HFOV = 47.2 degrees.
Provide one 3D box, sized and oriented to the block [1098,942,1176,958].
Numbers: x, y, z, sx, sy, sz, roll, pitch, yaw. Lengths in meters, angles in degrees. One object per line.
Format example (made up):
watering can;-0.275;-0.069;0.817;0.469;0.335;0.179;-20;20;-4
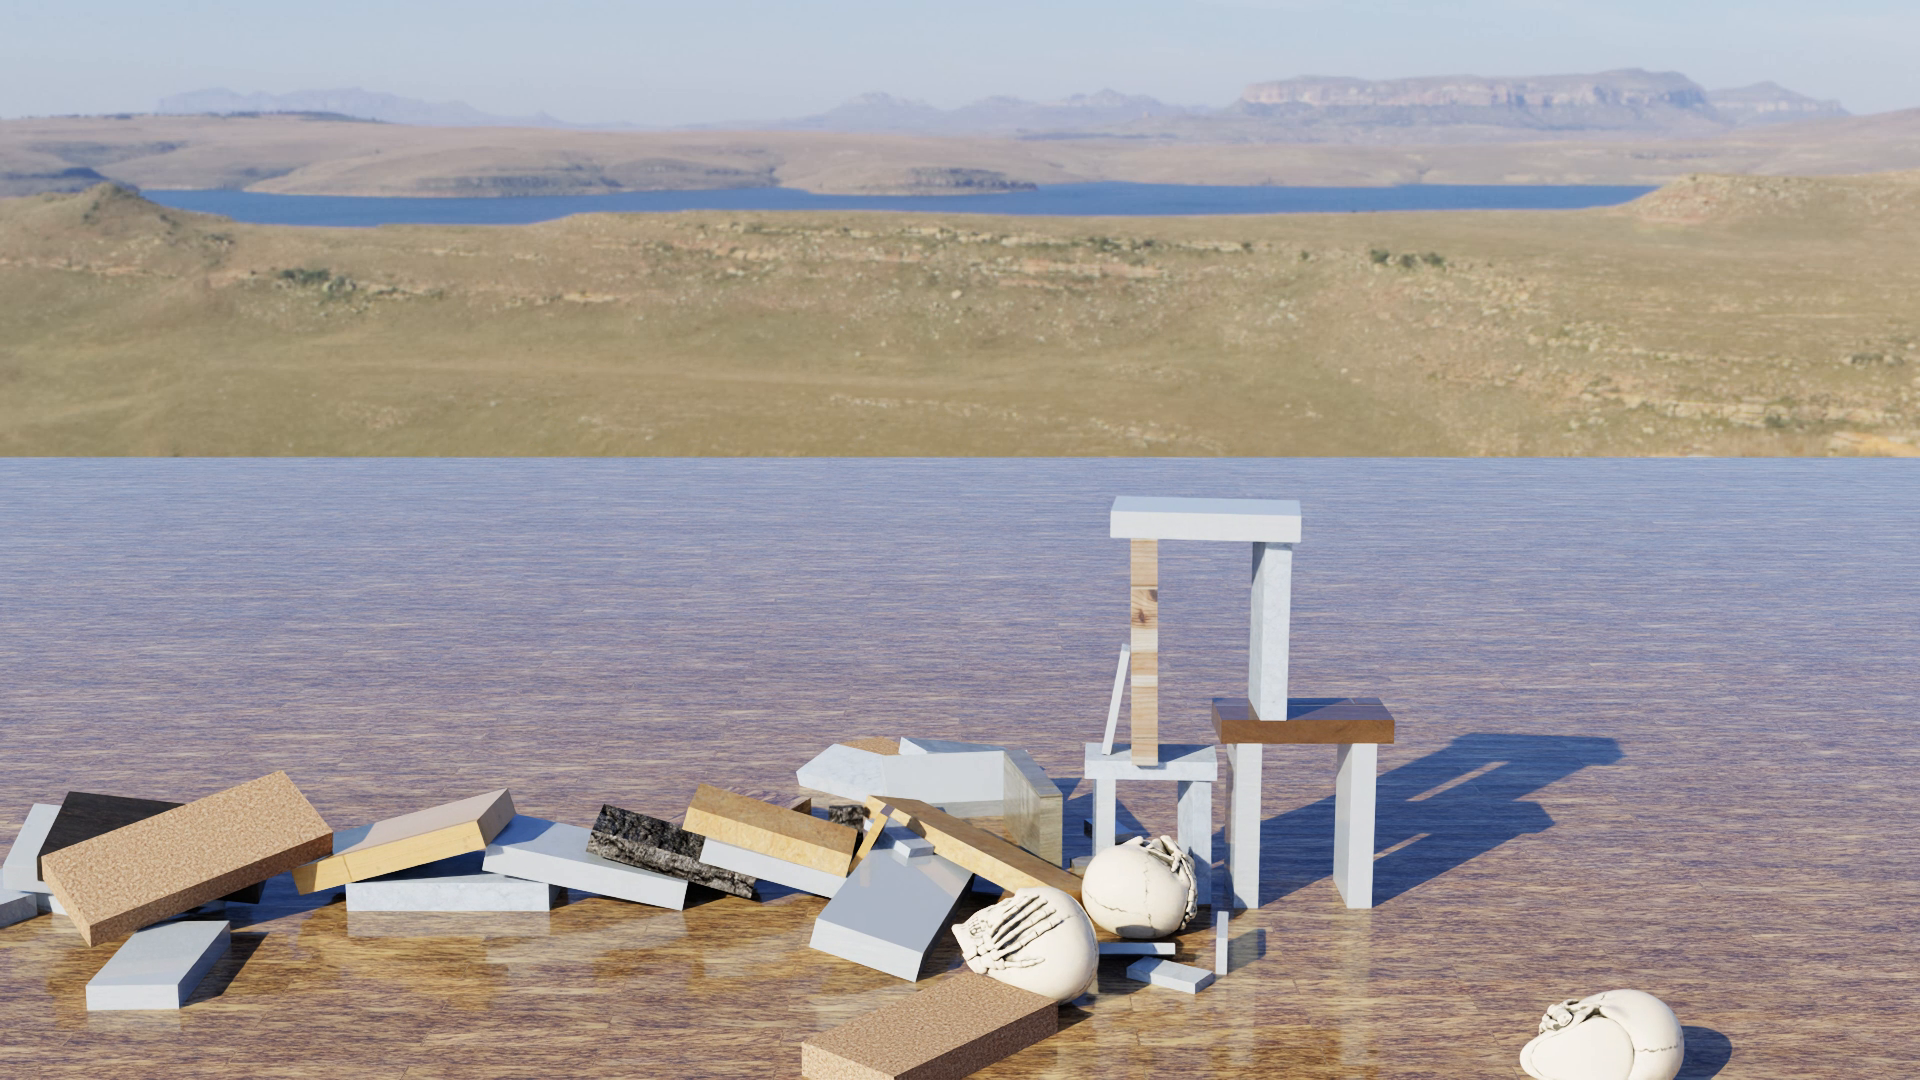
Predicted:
block;0.268;0.627;3.357;0.115;0.016;0.058;0;-17;1

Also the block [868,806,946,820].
block;-0.075;0.533;3.866;0.139;0.040;0.279;-2;11;-10

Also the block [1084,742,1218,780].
block;0.314;0.365;3.623;0.214;0.030;0.107;1;11;4

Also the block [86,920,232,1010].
block;-1.202;0.638;3.310;0.131;0.037;0.262;0;11;-2

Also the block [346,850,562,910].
block;-0.835;0.567;3.665;0.330;0.047;0.165;0;11;0

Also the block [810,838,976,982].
block;-0.098;0.577;3.495;0.169;0.048;0.419;17;13;9

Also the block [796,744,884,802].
block;-0.192;0.453;4.234;0.228;0.032;0.114;9;30;39

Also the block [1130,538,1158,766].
block;0.300;0.167;3.586;0.042;0.372;0.149;0;10;4

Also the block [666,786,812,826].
block;-0.420;0.518;3.923;0.169;0.048;0.338;5;11;24

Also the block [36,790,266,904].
block;-1.301;0.501;3.589;0.344;0.049;0.172;8;30;-8

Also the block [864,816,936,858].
block;-0.102;0.497;3.678;0.058;0.016;0.115;1;19;-45

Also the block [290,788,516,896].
block;-0.918;0.498;3.640;0.330;0.047;0.165;-15;10;9

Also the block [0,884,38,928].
block;-1.644;0.588;3.579;0.262;0.037;0.131;6;12;31

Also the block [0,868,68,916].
block;-1.506;0.576;3.653;0.228;0.032;0.114;5;12;25

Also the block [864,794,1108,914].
block;0.036;0.523;3.678;0.453;0.037;0.131;20;5;43

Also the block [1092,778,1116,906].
block;0.238;0.486;3.645;0.030;0.214;0.107;0;11;0

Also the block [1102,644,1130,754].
block;0.257;0.262;3.614;0.015;0.177;0.051;11;11;4

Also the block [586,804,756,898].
block;-0.472;0.516;3.657;0.278;0.039;0.139;17;10;-4

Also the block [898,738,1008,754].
block;0.007;0.427;4.334;0.228;0.032;0.114;8;6;-28

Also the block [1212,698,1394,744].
block;0.561;0.296;3.613;0.279;0.040;0.140;0;11;0

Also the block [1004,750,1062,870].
block;0.127;0.477;3.896;0.040;0.139;0.279;-2;11;-12

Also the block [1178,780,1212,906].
block;0.389;0.485;3.648;0.030;0.214;0.107;-3;11;-8

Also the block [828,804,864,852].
block;-0.195;0.512;3.771;0.058;0.115;0.016;-1;11;-8

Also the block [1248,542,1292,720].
block;0.505;0.130;3.583;0.042;0.298;0.149;0;11;0

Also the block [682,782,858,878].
block;-0.313;0.481;3.657;0.278;0.039;0.139;17;10;-2

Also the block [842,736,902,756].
block;-0.145;0.441;4.384;0.114;0.032;0.228;-7;13;-33

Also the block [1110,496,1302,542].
block;0.396;-0.034;3.536;0.298;0.042;0.149;2;11;7

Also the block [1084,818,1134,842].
block;0.269;0.524;3.983;0.051;0.015;0.103;-4;11;-20

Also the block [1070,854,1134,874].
block;0.245;0.560;3.793;0.103;0.015;0.051;-1;11;-7

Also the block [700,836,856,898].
block;-0.289;0.531;3.658;0.278;0.039;0.139;16;10;-5

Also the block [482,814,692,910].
block;-0.611;0.533;3.658;0.330;0.047;0.165;12;10;-3

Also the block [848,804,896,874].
block;-0.147;0.496;3.639;0.016;0.115;0.058;30;11;5

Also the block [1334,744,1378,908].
block;0.654;0.453;3.643;0.040;0.279;0.140;0;11;0

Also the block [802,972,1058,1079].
block;-0.037;0.685;3.028;0.169;0.048;0.338;9;14;41

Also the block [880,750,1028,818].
block;-0.002;0.459;4.121;0.279;0.040;0.140;-2;35;-8

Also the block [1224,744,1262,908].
block;0.468;0.453;3.643;0.040;0.279;0.140;0;11;0

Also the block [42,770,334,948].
block;-1.228;0.503;3.511;0.403;0.049;0.172;-20;46;-38

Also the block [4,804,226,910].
block;-1.374;0.522;3.634;0.344;0.049;0.172;7;27;-9

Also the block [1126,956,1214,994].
block;0.314;0.651;3.295;0.115;0.016;0.058;7;13;34

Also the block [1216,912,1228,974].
block;0.402;0.617;3.368;0.016;0.058;0.115;1;11;7
